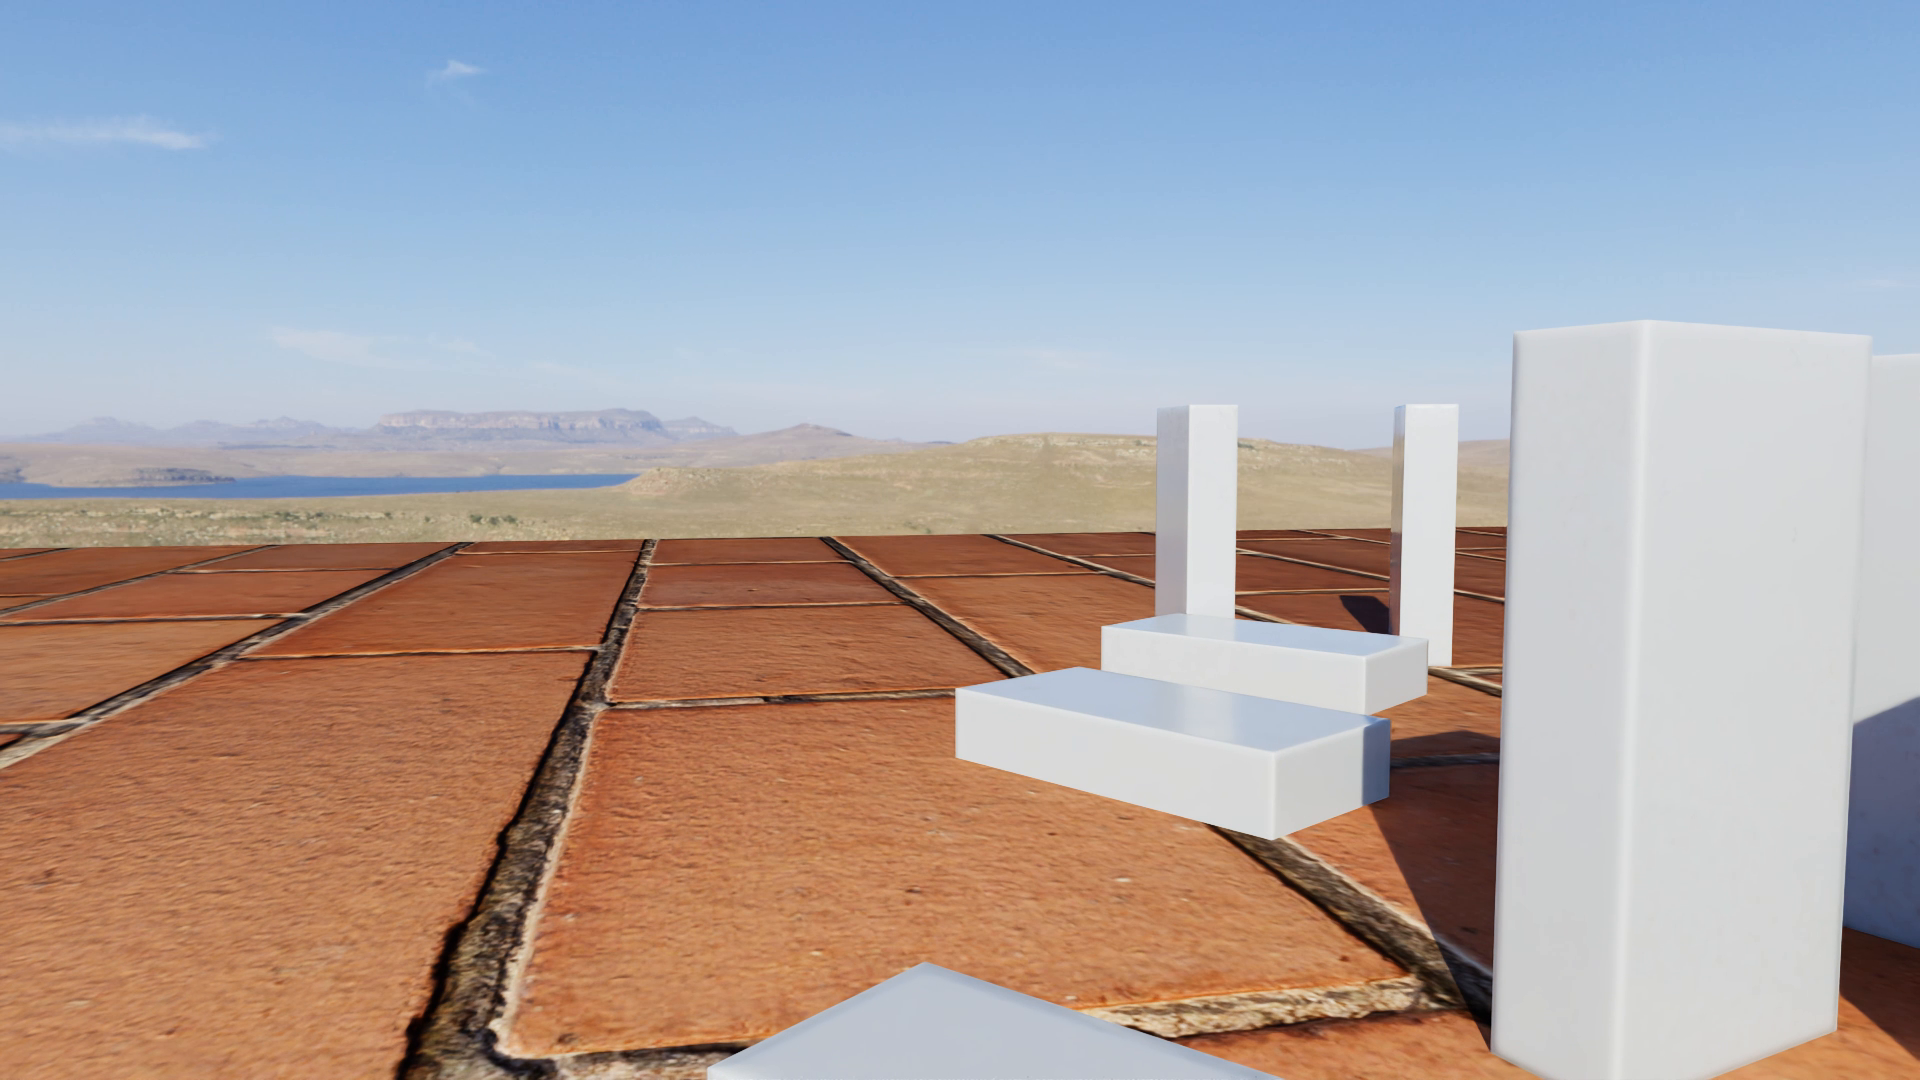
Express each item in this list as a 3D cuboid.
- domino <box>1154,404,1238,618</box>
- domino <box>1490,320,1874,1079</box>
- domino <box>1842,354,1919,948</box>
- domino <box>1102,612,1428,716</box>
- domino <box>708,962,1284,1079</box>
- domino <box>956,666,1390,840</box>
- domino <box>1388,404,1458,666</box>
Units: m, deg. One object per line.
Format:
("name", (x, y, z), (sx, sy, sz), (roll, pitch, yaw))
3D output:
("domino", (0.048, -0.002, 0.261), (0.009, 0.050, 0.025), (0, 4, -6))
("domino", (0.050, 0.011, 0.090), (0.025, 0.050, 0.009), (-2, 5, -28))
("domino", (0.085, 0.009, 0.109), (0.009, 0.050, 0.025), (-3, 5, -30))
("domino", (0.053, 0.021, 0.225), (0.050, 0.010, 0.025), (4, 6, 42))
("domino", (0.015, 0.028, 0.025), (0.050, 0.025, 0.009), (3, 5, 38))
("domino", (0.026, 0.026, 0.164), (0.025, 0.009, 0.050), (-4, 6, -43))
("domino", (0.092, -0.002, 0.257), (0.009, 0.050, 0.025), (1, 4, 14))
